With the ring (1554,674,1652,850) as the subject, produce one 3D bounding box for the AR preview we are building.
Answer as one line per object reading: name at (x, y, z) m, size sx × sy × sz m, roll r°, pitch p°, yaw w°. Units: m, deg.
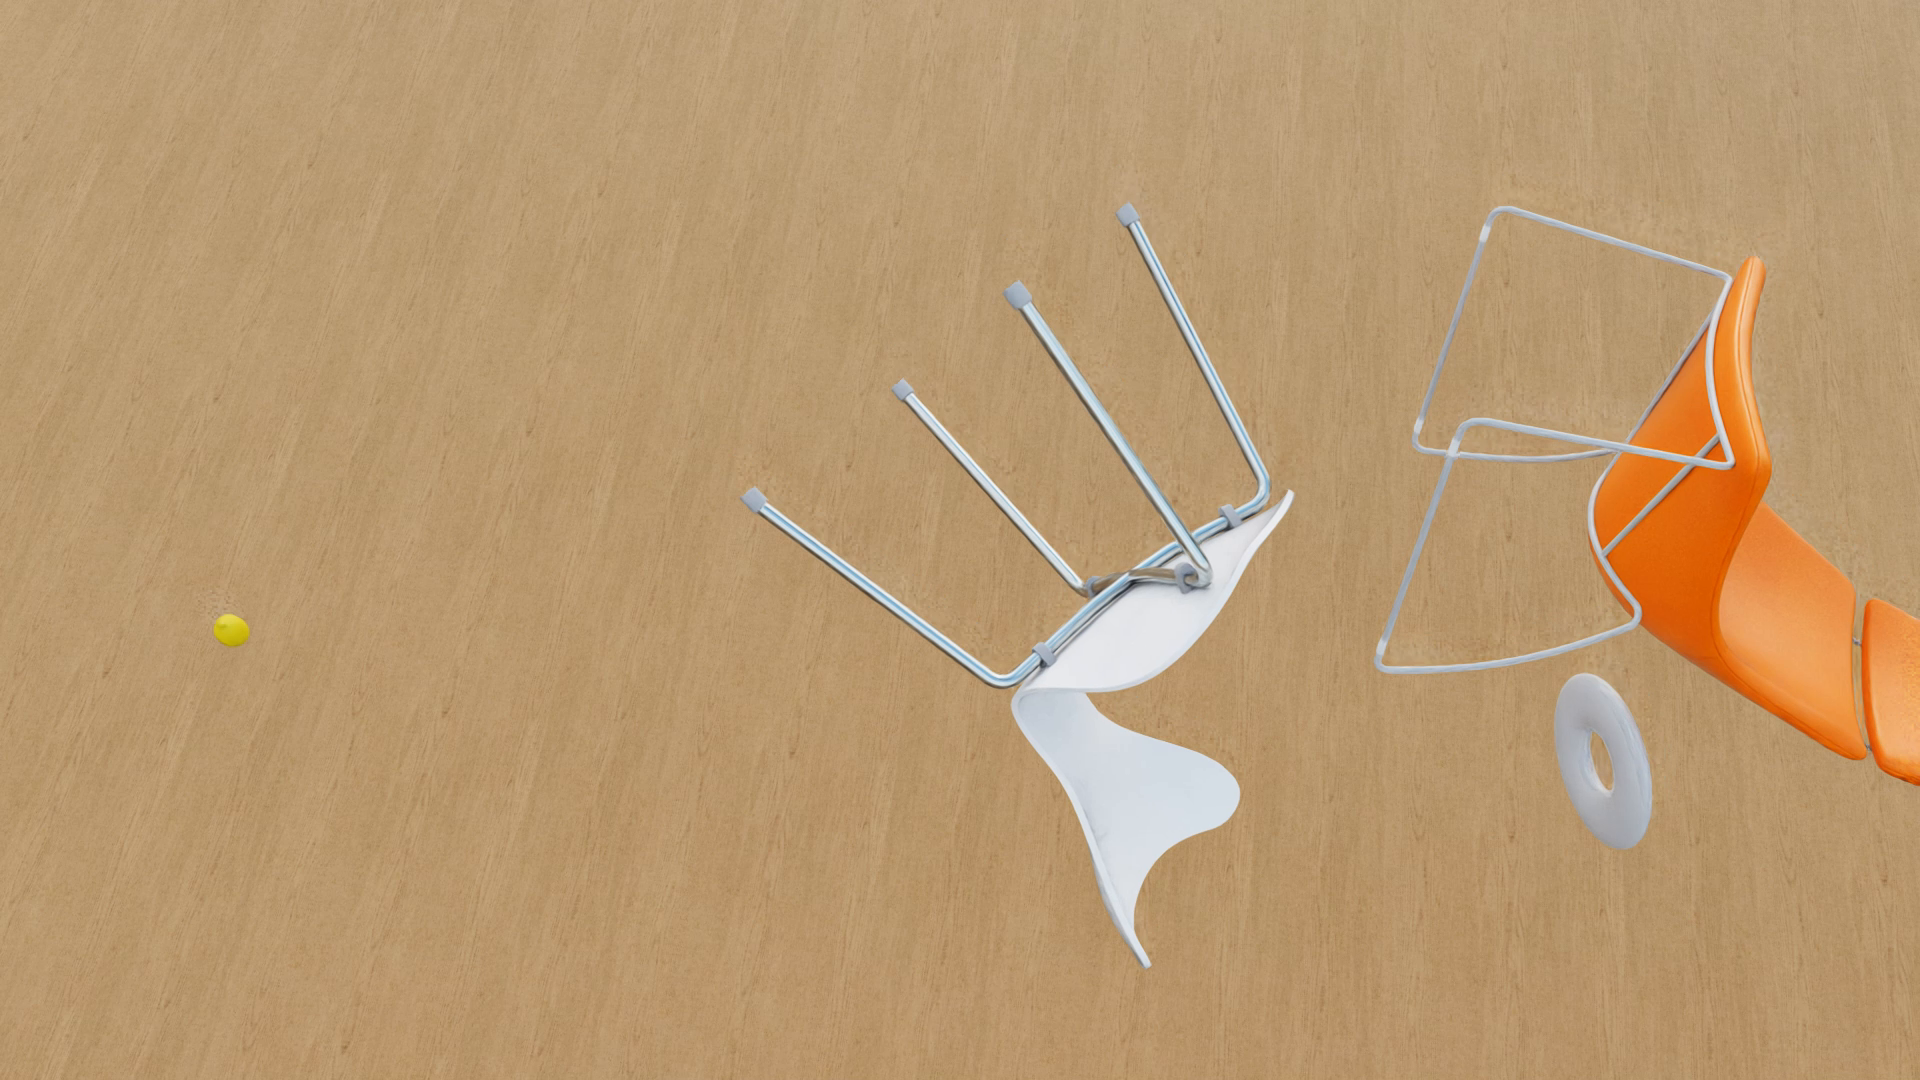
ring at (1.140, 0.393, 3.906) m, size 0.045 × 0.322 × 0.315 m, roll -11°, pitch 23°, yaw -11°
